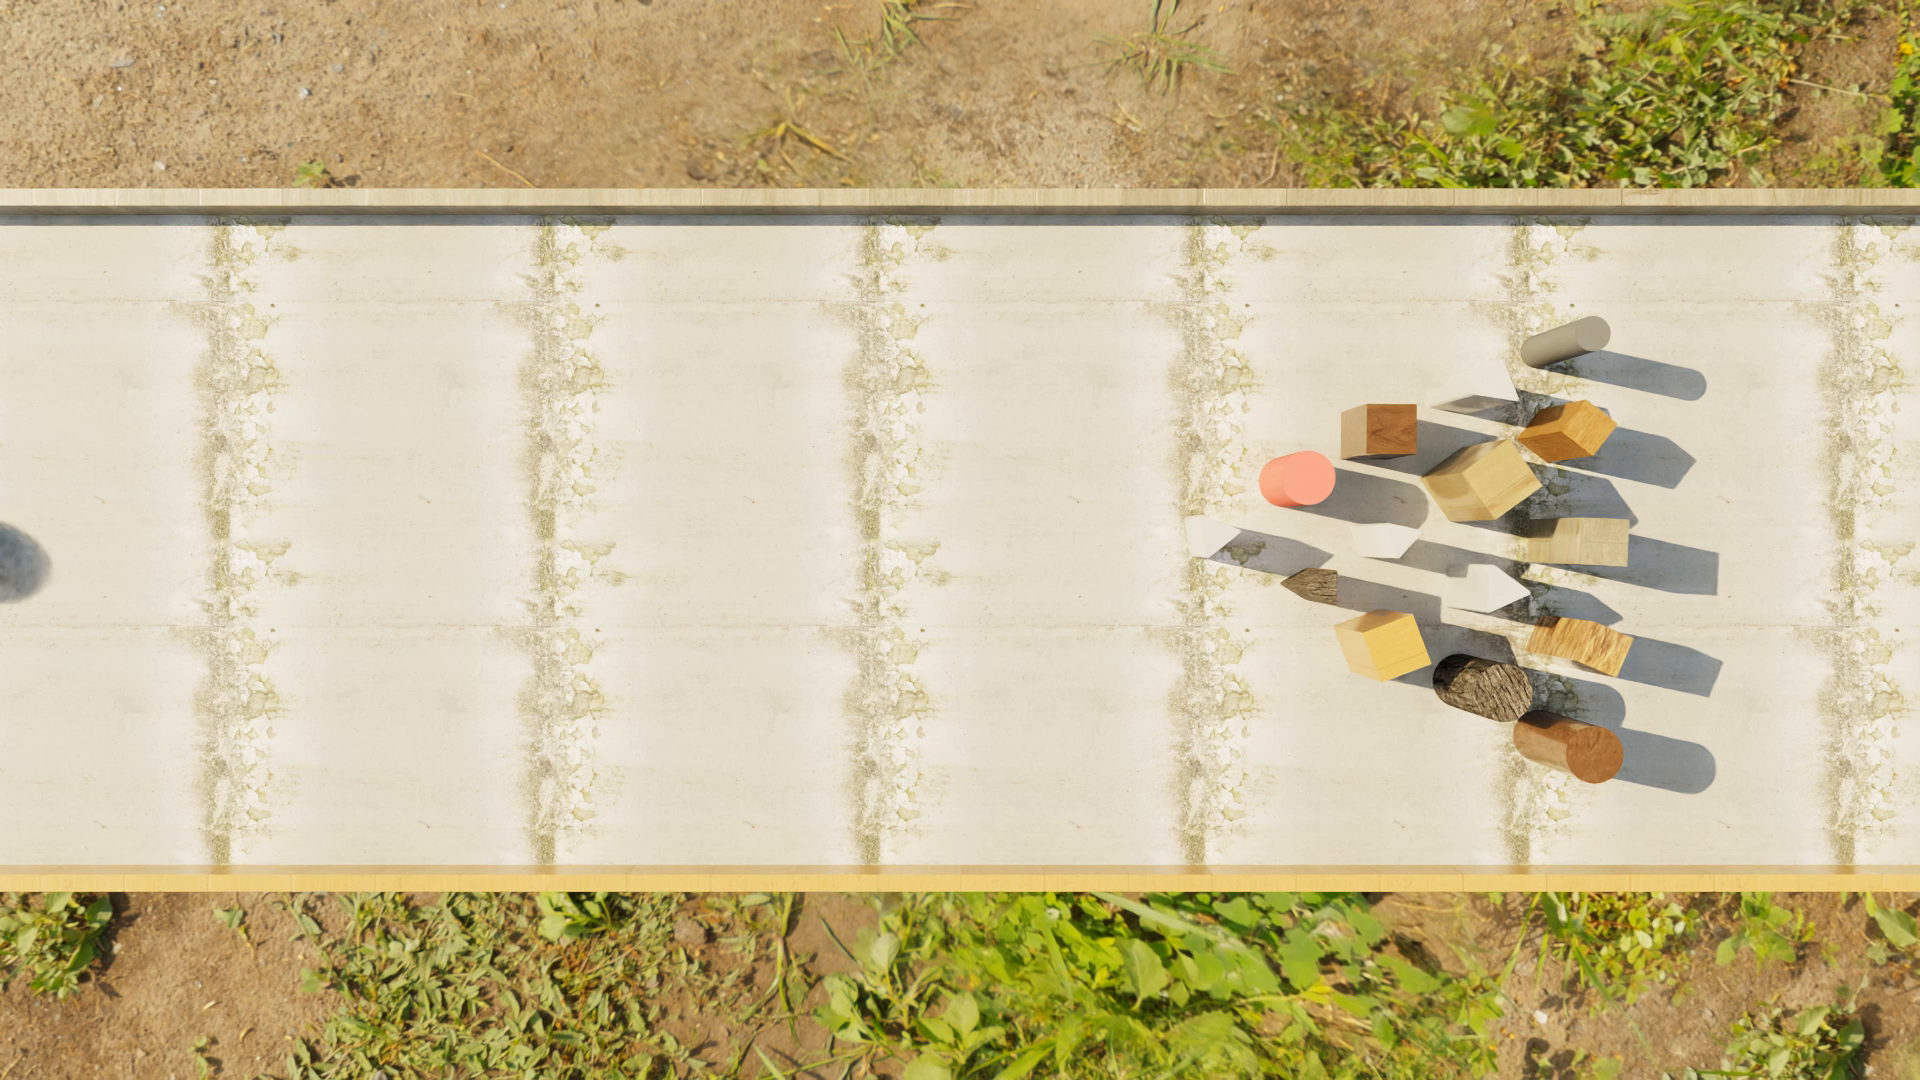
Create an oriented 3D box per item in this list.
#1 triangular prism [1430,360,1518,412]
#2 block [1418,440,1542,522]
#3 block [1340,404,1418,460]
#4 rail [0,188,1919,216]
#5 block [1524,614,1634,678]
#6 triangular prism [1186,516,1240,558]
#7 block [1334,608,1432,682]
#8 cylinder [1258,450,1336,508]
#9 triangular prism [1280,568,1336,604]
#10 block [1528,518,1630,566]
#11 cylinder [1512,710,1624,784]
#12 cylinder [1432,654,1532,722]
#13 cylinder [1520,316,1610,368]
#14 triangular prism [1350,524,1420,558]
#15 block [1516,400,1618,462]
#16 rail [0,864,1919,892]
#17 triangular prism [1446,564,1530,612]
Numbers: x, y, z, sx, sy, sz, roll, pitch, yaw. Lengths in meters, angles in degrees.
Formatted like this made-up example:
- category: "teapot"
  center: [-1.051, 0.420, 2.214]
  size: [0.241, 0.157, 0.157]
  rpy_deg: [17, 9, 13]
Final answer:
- category: "triangular prism"
  center: [1.512, -0.455, 4.852]
  size: [0.124, 0.449, 0.107]
  rpy_deg: [8, 90, 0]
- category: "block"
  center: [1.526, -0.171, 4.859]
  size: [0.163, 0.434, 0.163]
  rpy_deg: [-36, 90, 0]
- category: "block"
  center: [1.245, -0.320, 4.915]
  size: [0.145, 0.323, 0.145]
  rpy_deg: [0, 90, 0]
- category: "rail"
  center: [-2.247, -1.025, 5.002]
  size: [12.000, 0.150, 0.050]
  rpy_deg: [0, 90, 0]
- category: "block"
  center: [1.816, 0.309, 4.858]
  size: [0.120, 0.438, 0.120]
  rpy_deg: [23, 90, 0]
- category: "triangular prism"
  center: [0.727, -0.029, 4.913]
  size: [0.123, 0.328, 0.107]
  rpy_deg: [-38, 90, 0]
- category: "block"
  center: [1.246, 0.309, 4.887]
  size: [0.151, 0.378, 0.151]
  rpy_deg: [-21, 90, 0]
- category: "cylinder"
  center: [0.997, -0.179, 4.899]
  size: [0.156, 0.354, 0.156]
  rpy_deg: [0, 90, 0]
- category: "triangular prism"
  center: [1.048, 0.122, 4.881]
  size: [0.099, 0.392, 0.085]
  rpy_deg: [31, 90, 0]
- category: "block"
  center: [1.815, 0.005, 4.859]
  size: [0.132, 0.434, 0.132]
  rpy_deg: [3, 90, 0]
- category: "cylinder"
  center: [1.782, 0.603, 4.854]
  size: [0.162, 0.446, 0.162]
  rpy_deg: [0, 90, 0]
- category: "cylinder"
  center: [1.538, 0.433, 4.871]
  size: [0.166, 0.411, 0.166]
  rpy_deg: [0, 90, 0]
- category: "cylinder"
  center: [1.774, -0.579, 4.849]
  size: [0.100, 0.454, 0.100]
  rpy_deg: [0, 90, 0]
- category: "triangular prism"
  center: [1.233, -0.016, 4.857]
  size: [0.088, 0.440, 0.102]
  rpy_deg: [42, 90, 0]
- category: "block"
  center: [1.794, -0.320, 4.888]
  size: [0.115, 0.378, 0.115]
  rpy_deg: [38, 90, 0]
- category: "rail"
  center: [-2.247, 1.025, 5.001]
  size: [12.000, 0.150, 0.050]
  rpy_deg: [0, 90, 0]
- category: "triangular prism"
  center: [1.530, 0.124, 4.872]
  size: [0.133, 0.410, 0.115]
  rpy_deg: [-24, 90, 0]
